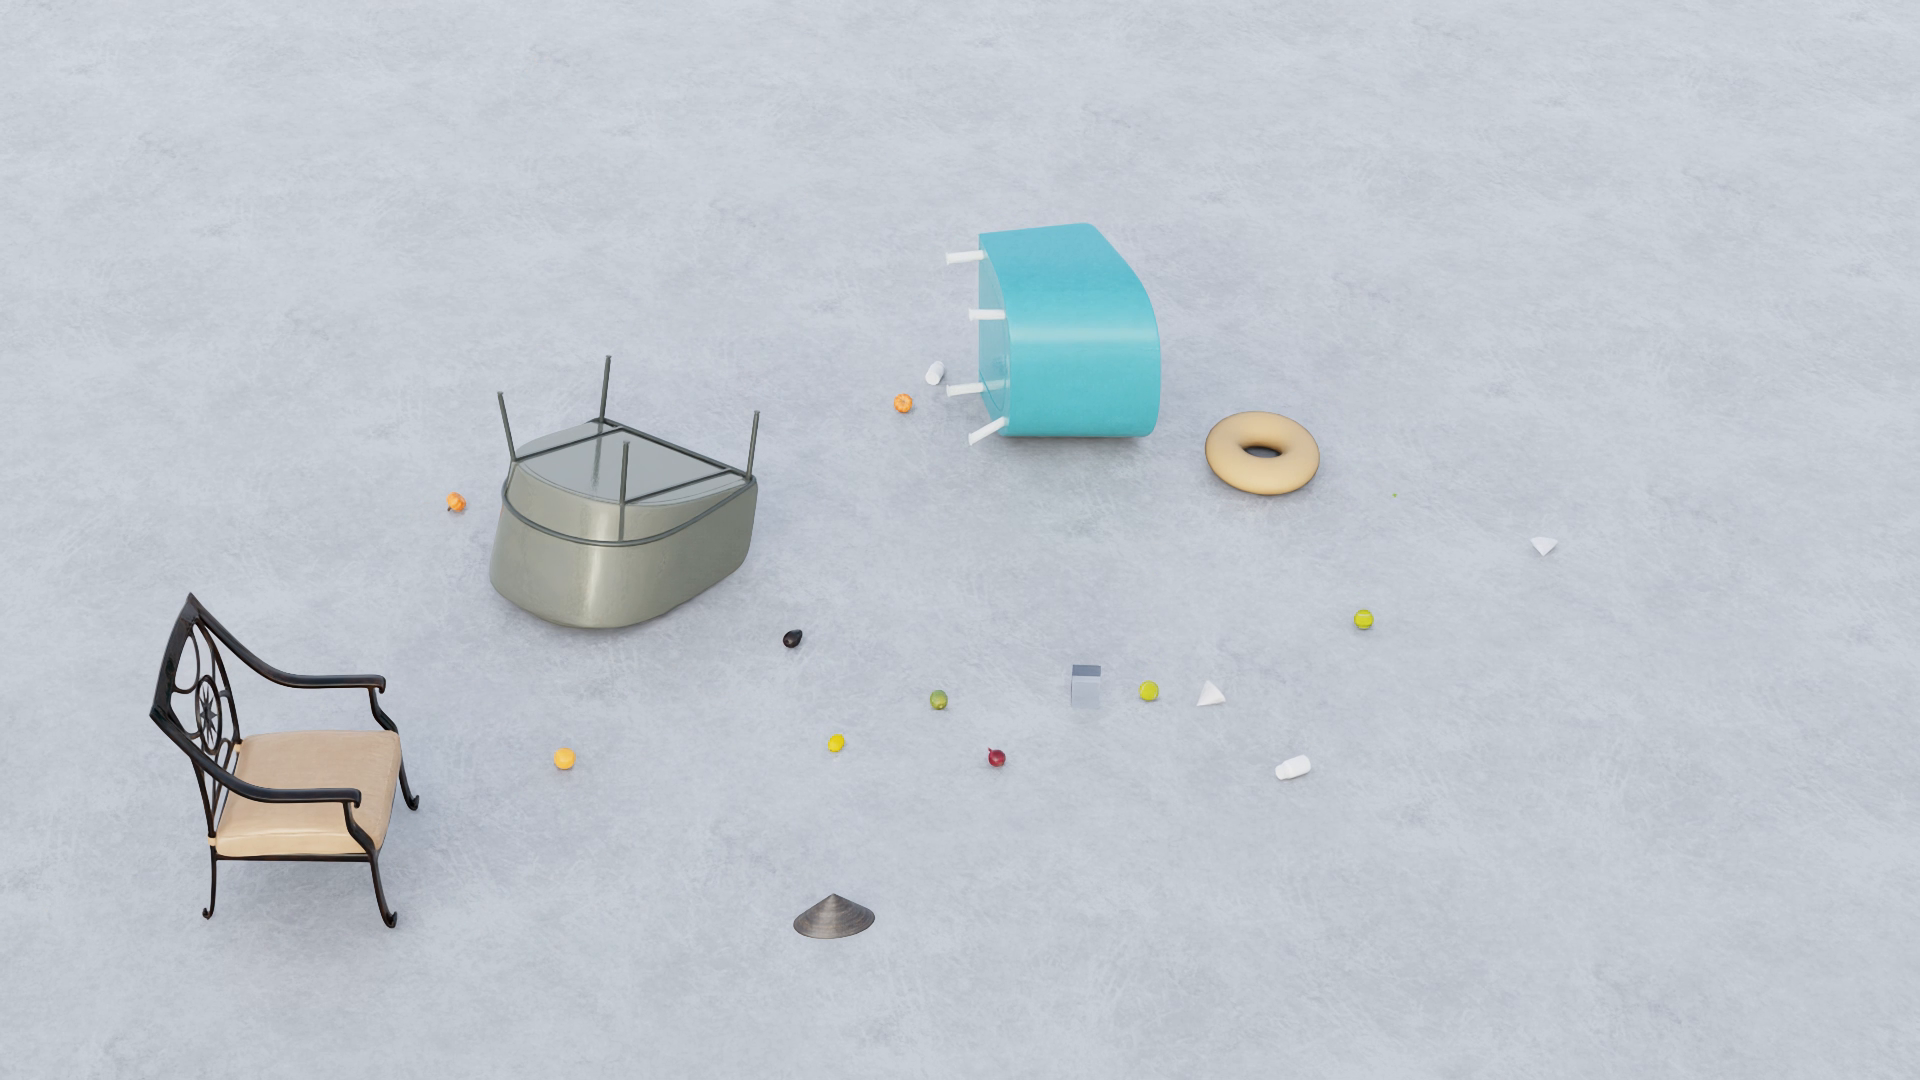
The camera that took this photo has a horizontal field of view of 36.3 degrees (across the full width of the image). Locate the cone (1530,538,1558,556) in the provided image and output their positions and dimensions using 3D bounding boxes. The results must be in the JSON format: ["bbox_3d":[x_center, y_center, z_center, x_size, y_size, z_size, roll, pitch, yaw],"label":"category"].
[{"bbox_3d":[2.164,0.033,10.870,0.107,0.058,0.065,4,58,13],"label":"cone"}]

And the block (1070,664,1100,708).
[{"bbox_3d":[0.433,0.504,10.079,0.097,0.110,0.101,2,33,3],"label":"block"}]

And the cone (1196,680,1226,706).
[{"bbox_3d":[0.847,0.545,10.087,0.087,0.072,0.107,-37,51,-11],"label":"cone"}]

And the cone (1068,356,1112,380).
[{"bbox_3d":[0.514,-0.698,11.958,0.181,0.098,0.112,0,-9,30],"label":"cone"}]

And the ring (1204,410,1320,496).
[{"bbox_3d":[1.169,-0.339,11.343,0.443,0.129,0.514,-3,34,-6],"label":"ring"}]

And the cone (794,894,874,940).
[{"bbox_3d":[-0.392,1.141,9.110,0.258,0.114,0.164,-6,34,-10],"label":"cone"}]
